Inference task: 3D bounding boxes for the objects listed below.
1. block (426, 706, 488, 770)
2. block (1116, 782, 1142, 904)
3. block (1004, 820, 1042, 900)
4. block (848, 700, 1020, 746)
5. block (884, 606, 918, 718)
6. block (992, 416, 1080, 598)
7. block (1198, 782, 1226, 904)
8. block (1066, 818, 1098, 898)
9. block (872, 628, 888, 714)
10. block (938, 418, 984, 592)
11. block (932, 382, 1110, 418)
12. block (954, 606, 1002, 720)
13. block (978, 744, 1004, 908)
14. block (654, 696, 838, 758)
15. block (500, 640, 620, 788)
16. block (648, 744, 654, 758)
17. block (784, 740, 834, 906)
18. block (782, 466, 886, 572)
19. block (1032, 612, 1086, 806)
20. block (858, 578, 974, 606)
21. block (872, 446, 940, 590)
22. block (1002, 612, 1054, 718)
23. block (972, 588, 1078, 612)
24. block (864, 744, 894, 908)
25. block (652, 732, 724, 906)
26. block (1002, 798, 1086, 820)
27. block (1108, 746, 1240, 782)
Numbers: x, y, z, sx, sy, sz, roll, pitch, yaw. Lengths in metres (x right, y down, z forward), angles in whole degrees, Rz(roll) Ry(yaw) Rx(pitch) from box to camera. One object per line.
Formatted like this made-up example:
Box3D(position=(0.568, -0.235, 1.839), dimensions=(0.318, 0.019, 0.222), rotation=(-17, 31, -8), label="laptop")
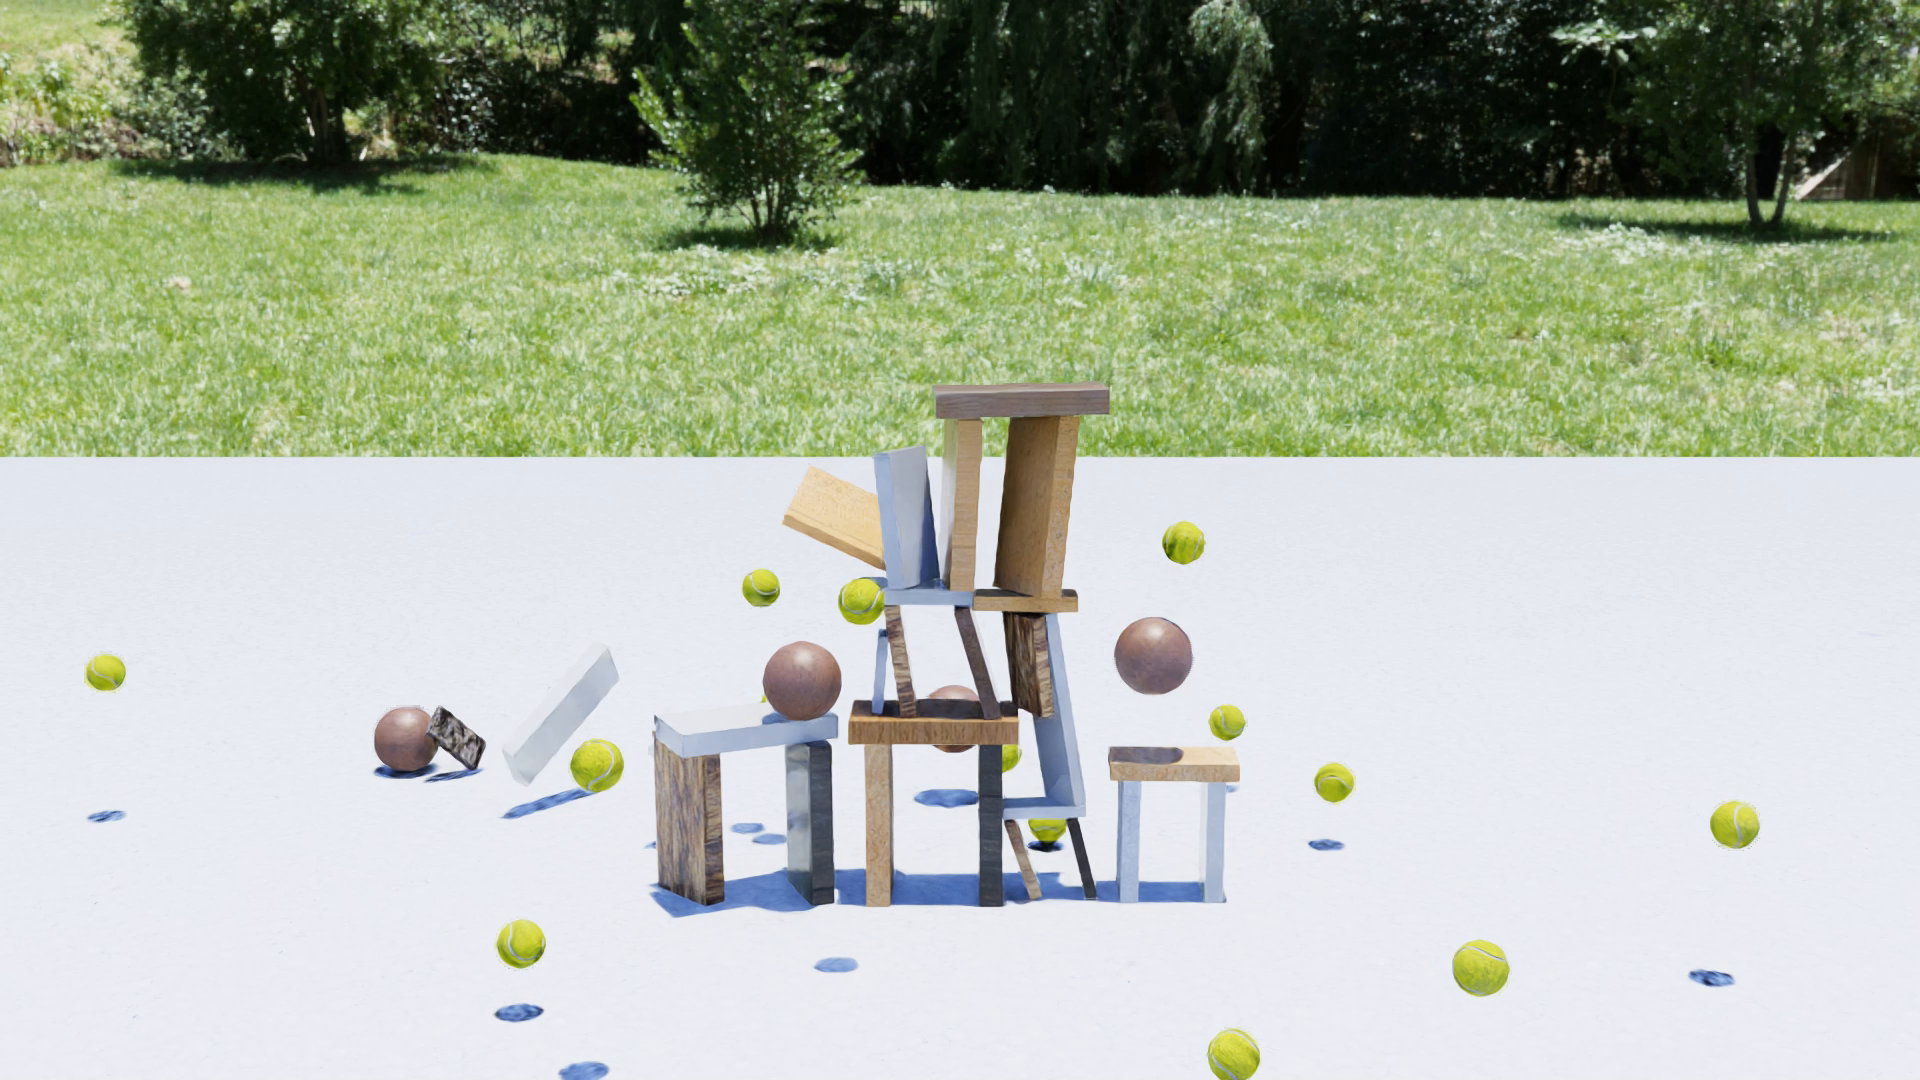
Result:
Box3D(position=(-0.992, 0.391, 4.331), dimensions=(0.018, 0.129, 0.064), rotation=(-18, 41, 33), label="block")
Box3D(position=(0.280, 0.486, 3.655), dimensions=(0.030, 0.209, 0.104), rotation=(1, 11, 0), label="block")
Box3D(position=(0.103, 0.522, 3.658), dimensions=(0.019, 0.136, 0.068), rotation=(-19, 8, 2), label="block")
Box3D(position=(-0.041, 0.299, 3.619), dimensions=(0.275, 0.039, 0.138), rotation=(0, 11, 1), label="block")
Box3D(position=(-0.097, 0.189, 3.596), dimensions=(0.026, 0.185, 0.093), rotation=(-9, 11, 1), label="block")
Box3D(position=(0.122, -0.060, 3.559), dimensions=(0.039, 0.293, 0.138), rotation=(3, 5, -34), label="block")
Box3D(position=(0.419, 0.486, 3.655), dimensions=(0.030, 0.209, 0.104), rotation=(0, 11, 0), label="block")
Box3D(position=(0.200, 0.521, 3.658), dimensions=(0.019, 0.136, 0.068), rotation=(-14, 8, 0), label="block")
Box3D(position=(-0.130, 0.215, 3.611), dimensions=(0.018, 0.129, 0.064), rotation=(5, 10, -2), label="block")
Box3D(position=(-0.001, -0.065, 3.556), dimensions=(0.039, 0.275, 0.138), rotation=(1, 10, -10), label="block")
Box3D(position=(0.095, -0.225, 3.531), dimensions=(0.275, 0.039, 0.138), rotation=(-2, 10, -3), label="block")
Box3D(position=(0.029, 0.192, 3.581), dimensions=(0.026, 0.185, 0.093), rotation=(-16, 10, 4), label="block")
Box3D(position=(0.051, 0.454, 3.646), dimensions=(0.039, 0.275, 0.138), rotation=(0, 11, 0), label="block")
Box3D(position=(-0.350, 0.306, 3.611), dimensions=(0.270, 0.038, 0.135), rotation=(-5, 12, -25), label="block")
Box3D(position=(-0.752, 0.327, 4.152), dimensions=(0.031, 0.109, 0.283), rotation=(25, 57, 23), label="block")
Box3D(position=(-0.500, 0.393, 3.918), dimensions=(0.064, 0.018, 0.135), rotation=(5, -18, 17), label="block")
Box3D(position=(-0.250, 0.456, 3.652), dimensions=(0.038, 0.270, 0.135), rotation=(-5, 12, -21), label="block")
Box3D(position=(-0.171, -0.030, 3.616), dimensions=(0.219, 0.031, 0.109), rotation=(25, 55, -2), label="block")
Box3D(position=(0.149, 0.272, 3.615), dimensions=(0.024, 0.329, 0.085), rotation=(-17, 15, -31), label="block")
Box3D(position=(-0.072, 0.084, 3.577), dimensions=(0.185, 0.026, 0.093), rotation=(1, 11, -1), label="block")
Box3D(position=(-0.086, -0.038, 3.552), dimensions=(0.031, 0.219, 0.109), rotation=(-3, 7, 32), label="block")
Box3D(position=(0.111, 0.198, 3.591), dimensions=(0.024, 0.170, 0.085), rotation=(-18, 21, -31), label="block")
Box3D(position=(0.106, 0.098, 3.579), dimensions=(0.170, 0.024, 0.085), rotation=(1, 7, 0), label="block")
Box3D(position=(-0.133, 0.454, 3.647), dimensions=(0.039, 0.275, 0.138), rotation=(0, 11, 1), label="block")
Box3D(position=(-0.449, 0.457, 3.643), dimensions=(0.038, 0.270, 0.135), rotation=(-10, 15, -42), label="block")
Box3D(position=(0.140, 0.444, 3.646), dimensions=(0.136, 0.019, 0.068), rotation=(-2, 7, -1), label="block")
Box3D(position=(0.352, 0.369, 3.630), dimensions=(0.209, 0.030, 0.104), rotation=(0, 11, 2), label="block")
